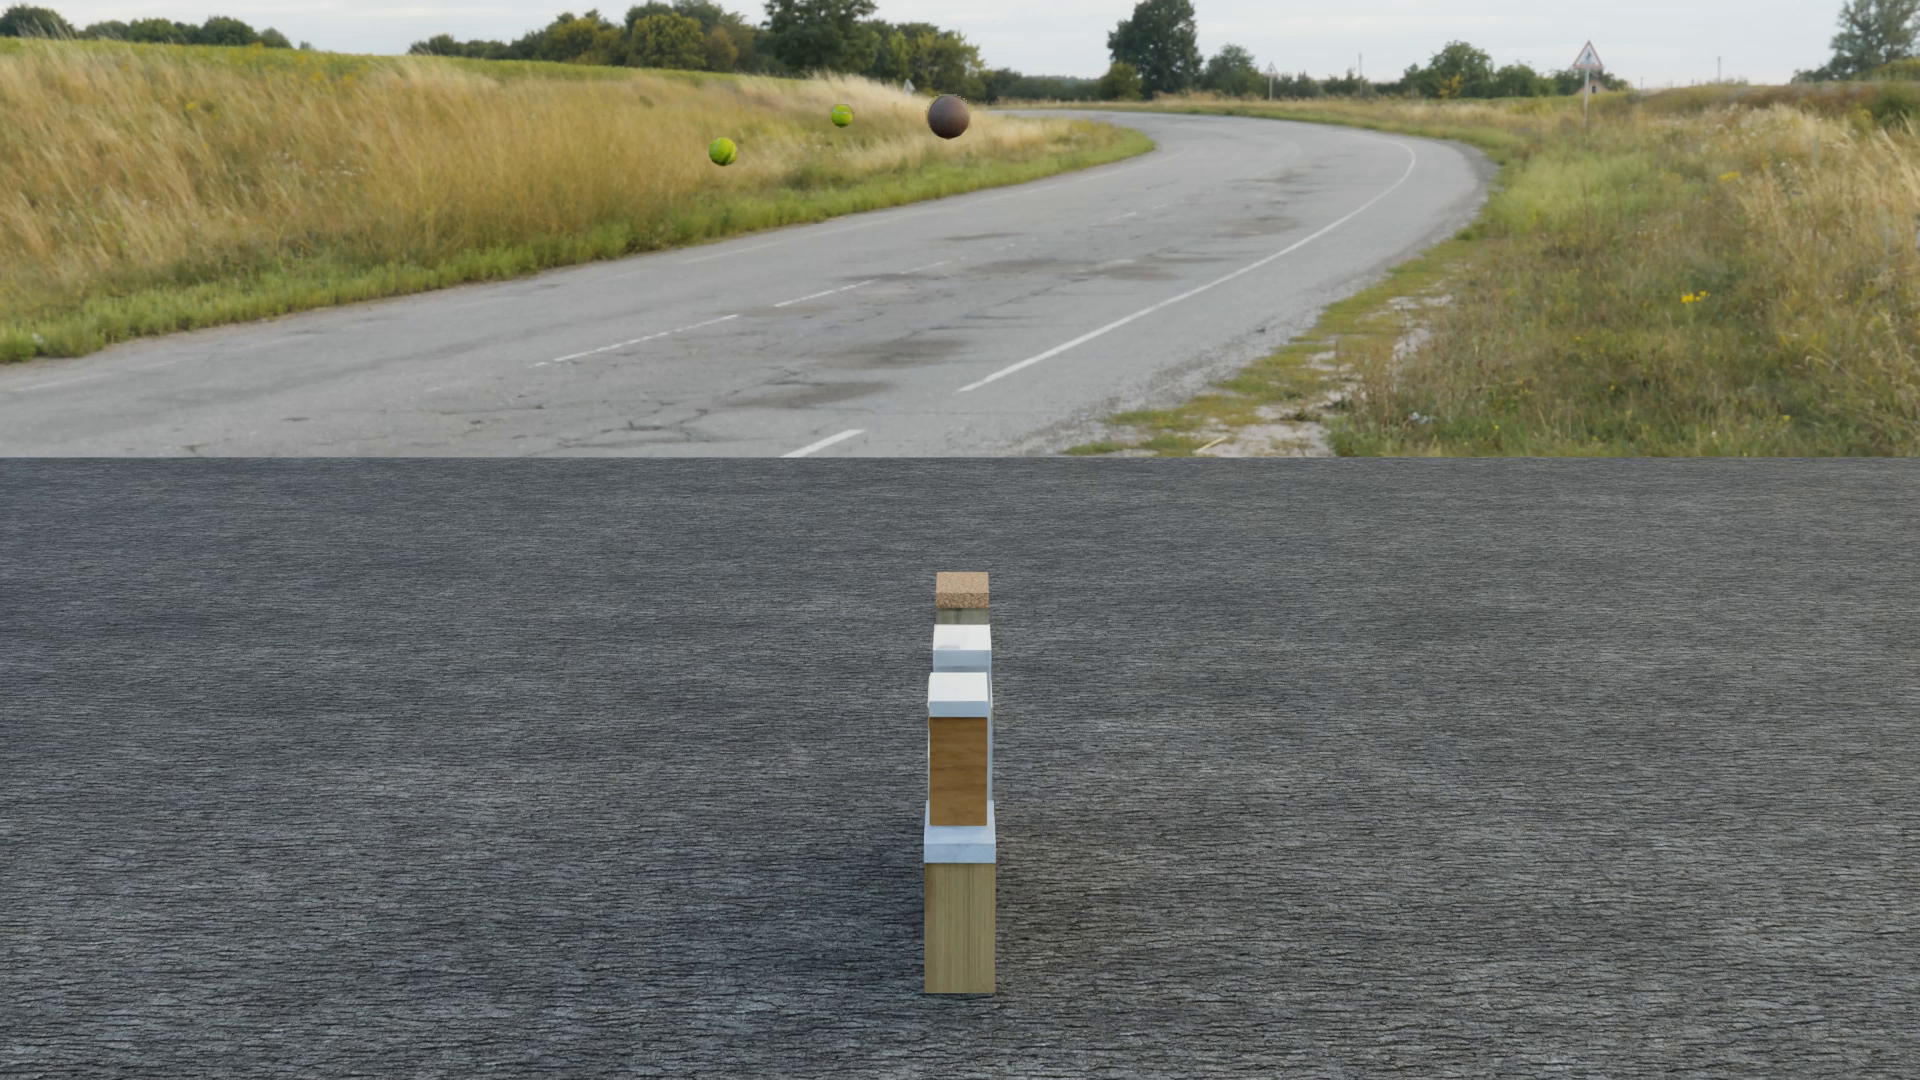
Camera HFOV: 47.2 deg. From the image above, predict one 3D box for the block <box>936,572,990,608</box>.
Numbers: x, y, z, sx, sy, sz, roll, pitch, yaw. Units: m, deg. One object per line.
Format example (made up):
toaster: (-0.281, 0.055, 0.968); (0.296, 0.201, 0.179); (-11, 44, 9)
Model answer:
block: (0.005, 0.087, 3.875); (0.091, 0.026, 0.183); (0, 11, 0)

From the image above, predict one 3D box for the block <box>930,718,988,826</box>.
block: (-0.002, 0.338, 3.259); (0.085, 0.171, 0.024); (0, 11, 0)

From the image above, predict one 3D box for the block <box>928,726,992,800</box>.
block: (0.000, 0.430, 3.906); (0.114, 0.229, 0.032); (0, 11, 0)

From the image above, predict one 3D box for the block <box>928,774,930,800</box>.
block: (-0.003, 0.482, 3.700); (0.101, 0.202, 0.029); (0, 11, 0)

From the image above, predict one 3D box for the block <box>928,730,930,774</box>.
block: (-0.003, 0.356, 3.746); (0.101, 0.029, 0.202); (0, 11, 0)

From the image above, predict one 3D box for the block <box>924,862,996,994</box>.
block: (0.000, 0.564, 3.240); (0.104, 0.208, 0.029); (0, 11, 0)

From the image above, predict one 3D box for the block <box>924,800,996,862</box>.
block: (0.000, 0.435, 3.287); (0.104, 0.029, 0.208); (0, 11, 0)

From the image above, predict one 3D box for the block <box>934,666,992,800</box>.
block: (0.004, 0.314, 3.547); (0.092, 0.242, 0.026); (0, 11, 0)

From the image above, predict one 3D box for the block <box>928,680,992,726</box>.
block: (0.000, 0.288, 3.957); (0.114, 0.032, 0.229); (0, 11, 0)

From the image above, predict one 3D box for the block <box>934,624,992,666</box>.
block: (0.004, 0.171, 3.583); (0.092, 0.026, 0.185); (0, 11, 0)

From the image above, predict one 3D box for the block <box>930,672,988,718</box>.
block: (-0.002, 0.231, 3.297); (0.085, 0.024, 0.171); (0, 11, 0)

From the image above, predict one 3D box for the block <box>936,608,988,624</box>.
block: (0.004, 0.201, 3.835); (0.091, 0.183, 0.026); (0, 11, 0)
